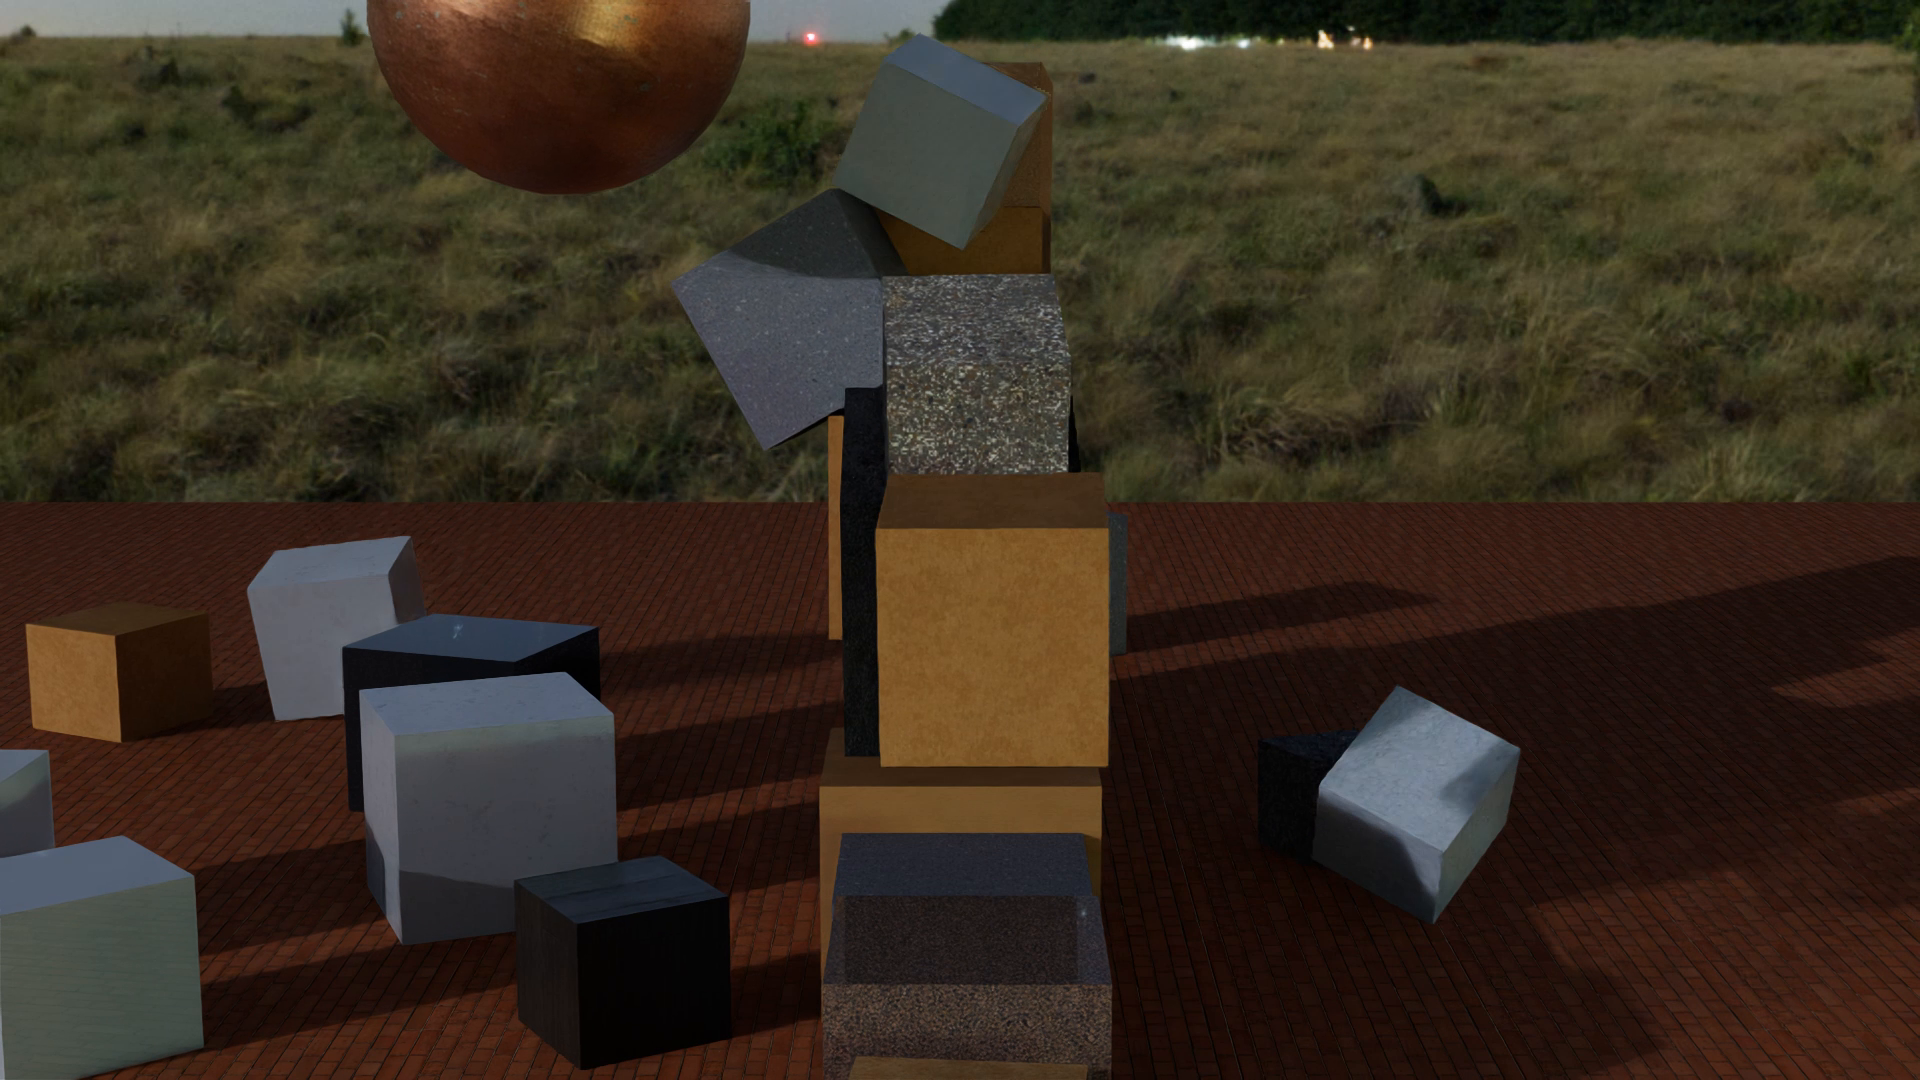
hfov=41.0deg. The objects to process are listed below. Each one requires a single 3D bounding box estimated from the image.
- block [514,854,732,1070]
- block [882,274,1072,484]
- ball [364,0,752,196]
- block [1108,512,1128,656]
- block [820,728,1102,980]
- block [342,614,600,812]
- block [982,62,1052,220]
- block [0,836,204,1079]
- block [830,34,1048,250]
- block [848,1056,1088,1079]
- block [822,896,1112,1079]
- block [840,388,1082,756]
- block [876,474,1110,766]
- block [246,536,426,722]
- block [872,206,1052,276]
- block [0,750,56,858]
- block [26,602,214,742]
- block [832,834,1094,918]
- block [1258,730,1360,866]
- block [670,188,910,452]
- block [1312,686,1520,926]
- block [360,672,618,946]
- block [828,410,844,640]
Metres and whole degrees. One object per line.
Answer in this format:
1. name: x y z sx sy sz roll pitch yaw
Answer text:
1. block: -1.251 1.551 9.503 0.598 0.548 0.592 -6 12 -31
2. block: 0.045 -0.528 9.386 0.640 0.623 0.765 -1 30 -3
3. ball: -1.678 -2.255 10.770 1.600 1.600 1.600 0 10 0
4. block: 0.426 0.259 15.740 0.847 0.860 0.845 -8 13 -36
5. block: 0.002 1.282 9.954 1.041 0.917 0.863 0 10 0
6. block: -2.367 0.868 12.529 0.935 0.810 0.828 4 11 20
7. block: 0.059 -1.966 12.741 0.742 0.696 0.700 1 1 6
8. block: -3.245 1.529 9.327 0.719 0.655 0.654 -8 13 -39
9. block: -0.088 -1.861 11.926 0.684 0.639 0.678 27 25 3
10. block: 0.001 1.910 7.294 0.687 0.633 0.691 1 10 6
11. block: 0.023 1.656 8.221 0.874 0.799 0.852 0 10 0
12. block: -0.003 0.114 10.008 0.890 1.109 0.949 0 30 -1
13. block: 0.114 0.244 8.334 0.717 0.769 0.778 0 14 2
14. block: -3.419 0.487 14.236 0.772 0.777 0.635 -6 19 2
15. block: 0.013 -1.140 12.856 0.832 0.963 0.839 1 1 5
16. block: -4.149 1.312 10.199 0.792 0.769 0.837 0 10 2
17. block: -4.588 0.711 14.033 0.659 0.581 0.683 5 12 28
18. block: 0.010 1.521 9.135 0.888 0.739 0.831 0 10 0
19. block: 1.701 1.171 11.722 0.503 0.482 0.490 -4 9 -21
20. block: -0.682 -1.046 12.034 0.859 0.882 0.829 -29 3 11
21. block: 1.911 1.111 10.784 0.586 0.544 0.630 28 56 25
22. block: -2.014 1.120 10.937 0.907 0.884 0.841 -4 11 -22
23. block: -0.067 -0.096 12.082 0.996 1.018 0.979 0 5 4
